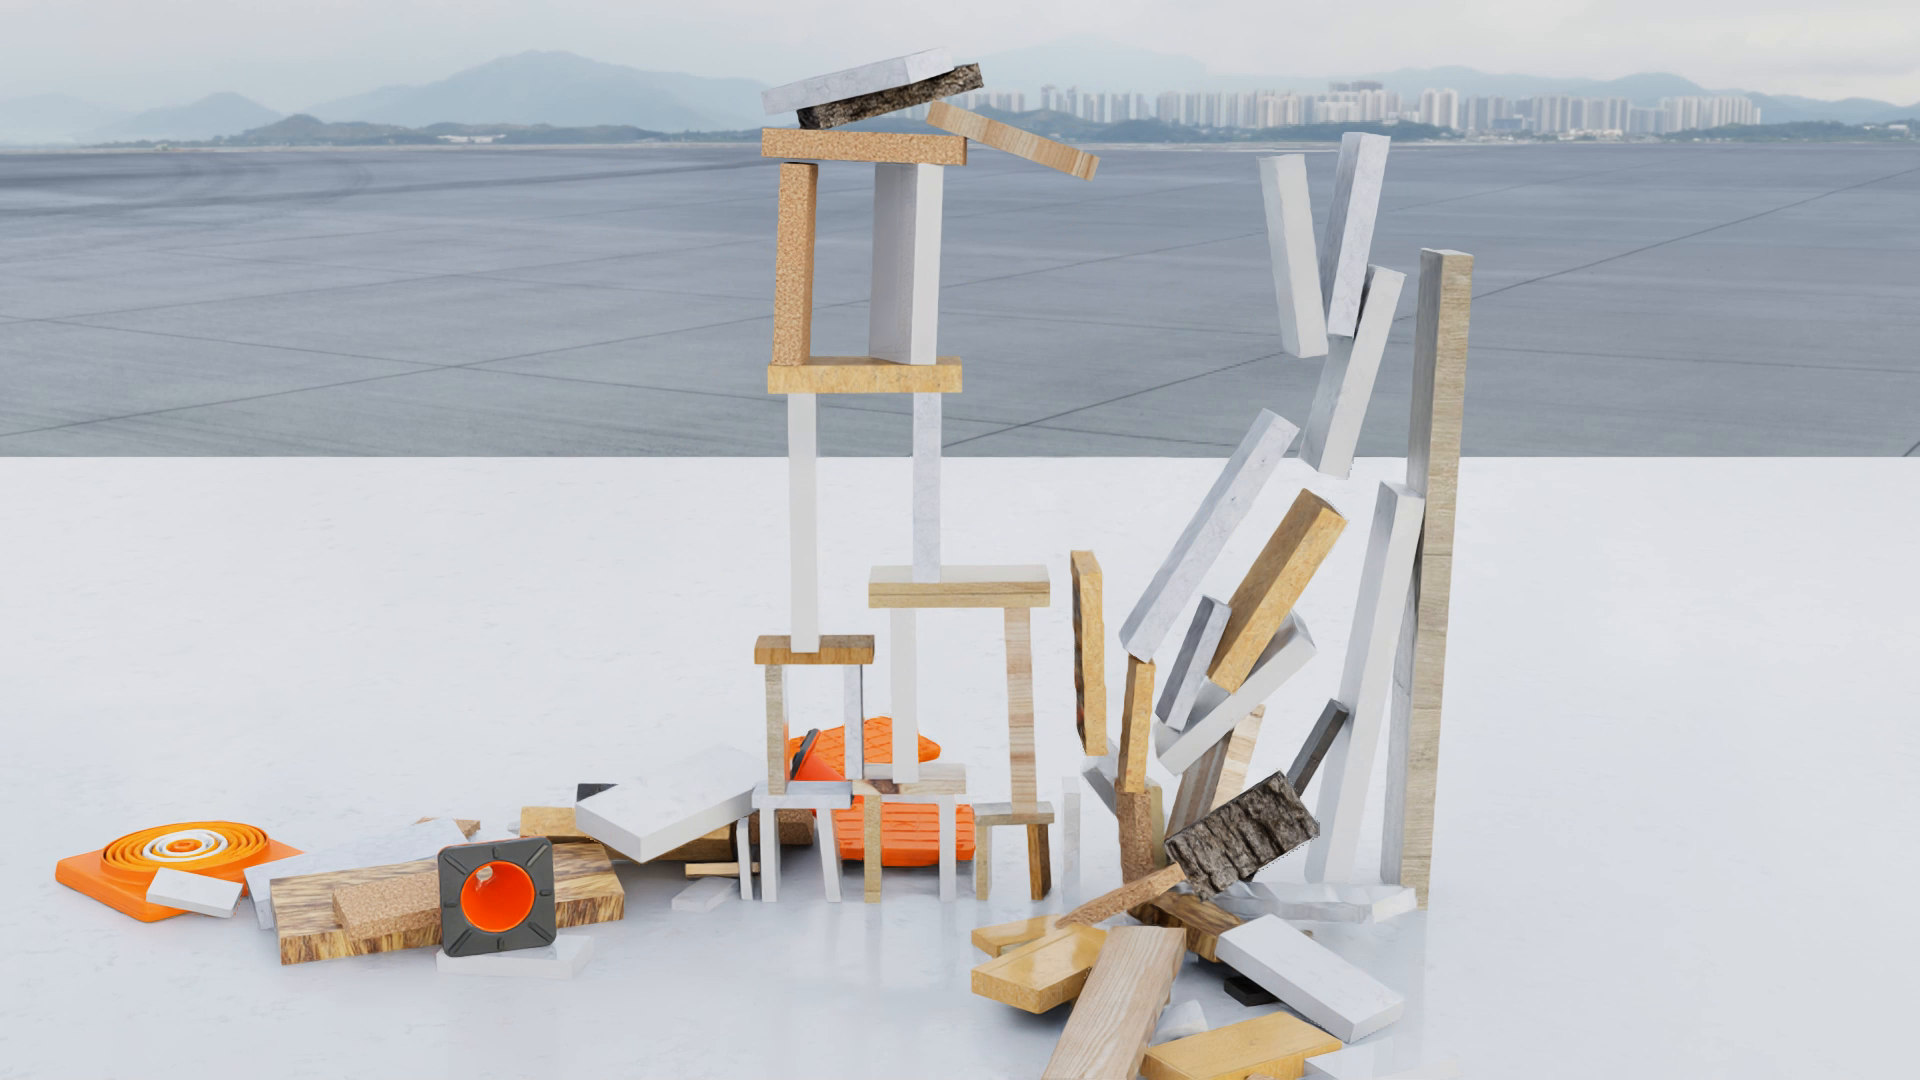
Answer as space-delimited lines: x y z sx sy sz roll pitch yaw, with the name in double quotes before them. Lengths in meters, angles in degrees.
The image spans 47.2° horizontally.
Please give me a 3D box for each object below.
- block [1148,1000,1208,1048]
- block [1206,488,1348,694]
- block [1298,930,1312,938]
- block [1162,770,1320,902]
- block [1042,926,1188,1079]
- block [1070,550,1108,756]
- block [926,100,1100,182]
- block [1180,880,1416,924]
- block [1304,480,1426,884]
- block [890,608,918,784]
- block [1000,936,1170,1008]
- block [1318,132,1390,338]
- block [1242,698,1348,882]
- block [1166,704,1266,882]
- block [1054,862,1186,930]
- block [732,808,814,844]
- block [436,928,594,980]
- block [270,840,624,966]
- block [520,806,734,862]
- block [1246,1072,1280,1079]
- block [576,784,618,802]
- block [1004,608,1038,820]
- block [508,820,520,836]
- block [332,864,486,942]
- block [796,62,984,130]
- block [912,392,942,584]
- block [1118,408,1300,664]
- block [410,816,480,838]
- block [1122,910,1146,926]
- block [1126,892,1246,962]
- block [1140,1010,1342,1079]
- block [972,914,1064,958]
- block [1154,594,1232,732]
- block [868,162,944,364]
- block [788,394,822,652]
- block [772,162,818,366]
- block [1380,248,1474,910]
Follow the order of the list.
"block" 0.272 0.677 3.050 0.135 0.019 0.067 -16 11 0
"block" 0.504 0.081 3.578 0.047 0.331 0.166 31 9 -8
"block" 0.497 0.631 3.394 0.068 0.019 0.135 4 11 20
"block" 0.439 0.465 3.442 0.219 0.109 0.031 -34 2 16
"block" 0.214 0.651 3.020 0.109 0.031 0.419 -1 20 19
"block" 0.212 0.185 3.609 0.035 0.314 0.124 -4 17 -3
"block" 0.083 -0.628 3.459 0.273 0.039 0.136 19 9 -2
"block" 0.523 0.569 3.466 0.107 0.030 0.396 -10 2 -43
"block" 0.660 0.252 3.608 0.044 0.688 0.155 9 10 -2
"block" -0.091 0.238 3.608 0.041 0.290 0.145 -1 10 -1
"block" 0.184 0.646 3.269 0.124 0.035 0.248 -7 13 -34
"block" 0.613 -0.484 3.471 0.044 0.311 0.155 8 10 -2
"block" 0.541 0.428 3.648 0.020 0.358 0.071 28 9 -5
"block" 0.417 0.419 3.675 0.044 0.310 0.155 21 -11 -15
"block" 0.243 0.548 3.346 0.190 0.027 0.095 -31 -7 32
"block" -0.426 0.492 3.856 0.327 0.046 0.163 0 -21 1
"block" -0.678 0.632 3.359 0.212 0.030 0.106 2 11 9
"block" -0.818 0.574 3.514 0.530 0.049 0.173 -4 25 -22
"block" -0.563 0.502 3.750 0.347 0.049 0.173 1 -21 -3
"block" 0.504 0.742 2.779 0.337 0.027 0.095 7 13 33
"block" -0.515 0.476 3.990 0.327 0.046 0.163 1 -13 3
"block" 0.098 0.268 3.612 0.041 0.351 0.145 -2 10 0
"block" -0.729 0.503 3.848 0.111 0.016 0.055 -7 -24 17
"block" -0.858 0.564 3.426 0.212 0.030 0.106 -8 26 -28
"block" -0.113 -0.704 3.499 0.273 0.039 0.136 -18 14 -14
"block" -0.054 -0.095 3.547 0.043 0.304 0.152 0 10 -1
"block" 0.399 -0.010 3.559 0.044 0.444 0.155 32 6 -4
"block" -0.935 0.522 3.992 0.111 0.016 0.055 2 11 12
"block" 0.304 0.604 3.533 0.079 0.022 0.157 0 11 0
"block" 0.374 0.595 3.383 0.124 0.035 0.247 7 5 -28
"block" 0.381 0.701 2.977 0.248 0.035 0.124 -7 12 -32
"block" 0.106 0.620 3.445 0.158 0.022 0.079 -6 12 -28
"block" 0.382 0.200 3.610 0.030 0.214 0.107 22 4 -6
"block" -0.087 -0.438 3.475 0.044 0.310 0.155 -2 10 -27
"block" -0.249 -0.038 3.552 0.043 0.416 0.152 0 10 -1
"block" -0.260 -0.438 3.476 0.044 0.310 0.155 3 11 1
"block" 0.755 0.067 3.575 0.047 1.063 0.166 2 11 0
